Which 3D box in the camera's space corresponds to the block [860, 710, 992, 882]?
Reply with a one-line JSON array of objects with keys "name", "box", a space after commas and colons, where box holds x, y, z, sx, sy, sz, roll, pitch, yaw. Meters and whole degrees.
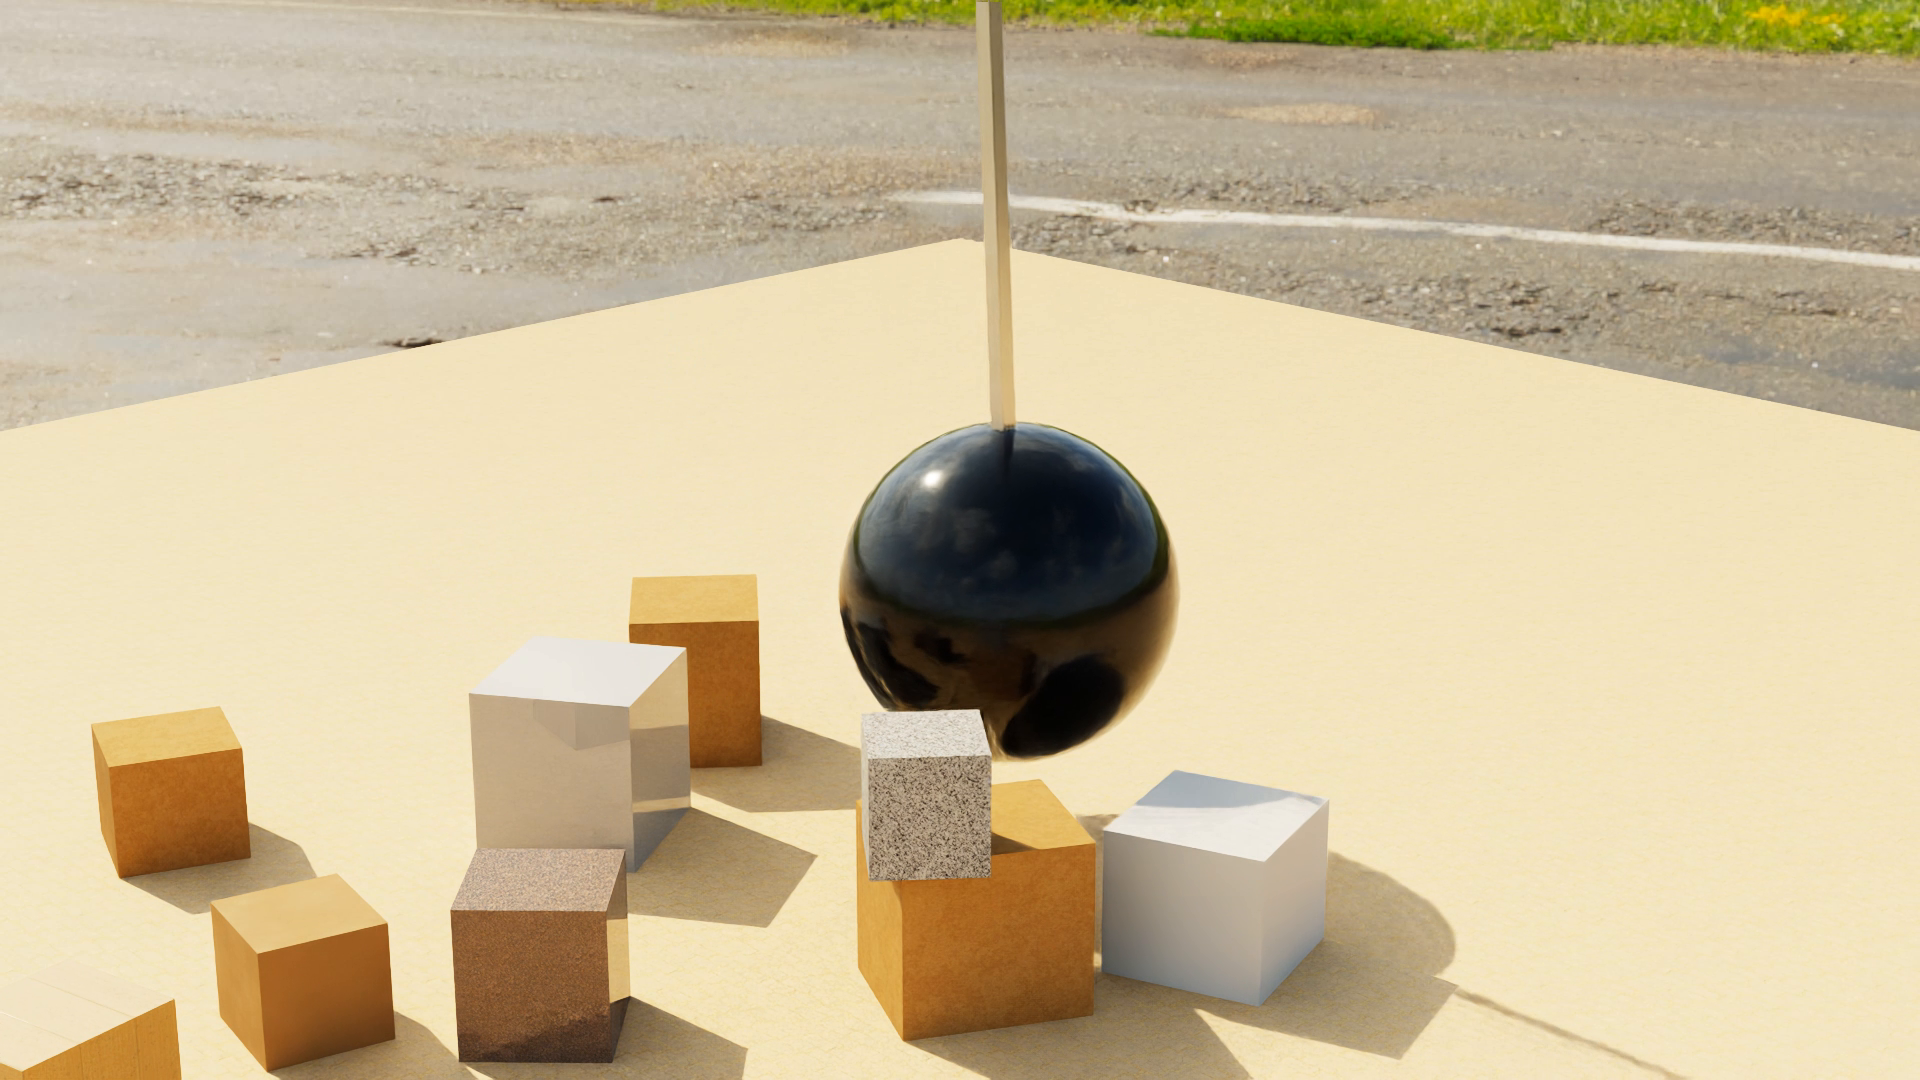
[{"name": "block", "box": [-0.139, 1.013, 11.686, 0.479, 0.517, 0.499, -1, 18, -5]}]

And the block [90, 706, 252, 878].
[{"name": "block", "box": [-3.690, 1.171, 13.705, 0.598, 0.548, 0.592, -7, 19, -22]}]

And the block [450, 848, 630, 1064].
[{"name": "block", "box": [-1.690, 1.680, 11.894, 0.614, 0.663, 0.604, 0, 17, 1]}]

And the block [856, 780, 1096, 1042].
[{"name": "block", "box": [0.057, 1.527, 12.201, 0.817, 0.771, 0.716, -5, 18, -16]}]

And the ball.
[{"name": "ball", "box": [0.229, 0.241, 13.658, 1.600, 1.600, 1.600, 0, 17, 0]}]

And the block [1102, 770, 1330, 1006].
[{"name": "block", "box": [1.096, 1.476, 12.557, 0.722, 0.655, 0.758, 9, 19, 26]}]

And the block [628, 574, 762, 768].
[{"name": "block", "box": [-1.344, 0.664, 14.942, 0.640, 0.773, 0.737, -1, 17, -4]}]

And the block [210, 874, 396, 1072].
[{"name": "block", "box": [-2.672, 1.749, 11.919, 0.540, 0.516, 0.573, -11, 20, -30]}]

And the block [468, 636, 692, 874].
[{"name": "block", "box": [-1.775, 0.996, 13.812, 0.773, 0.817, 0.818, 4, 18, 13]}]

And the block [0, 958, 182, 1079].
[{"name": "block", "box": [-3.369, 2.027, 10.895, 0.603, 0.599, 0.697, 12, 21, 33]}]

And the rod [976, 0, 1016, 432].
[{"name": "rod", "box": [0.099, -2.958, 12.516, 0.080, 5.200, 0.080, 17, 27, 42]}]
